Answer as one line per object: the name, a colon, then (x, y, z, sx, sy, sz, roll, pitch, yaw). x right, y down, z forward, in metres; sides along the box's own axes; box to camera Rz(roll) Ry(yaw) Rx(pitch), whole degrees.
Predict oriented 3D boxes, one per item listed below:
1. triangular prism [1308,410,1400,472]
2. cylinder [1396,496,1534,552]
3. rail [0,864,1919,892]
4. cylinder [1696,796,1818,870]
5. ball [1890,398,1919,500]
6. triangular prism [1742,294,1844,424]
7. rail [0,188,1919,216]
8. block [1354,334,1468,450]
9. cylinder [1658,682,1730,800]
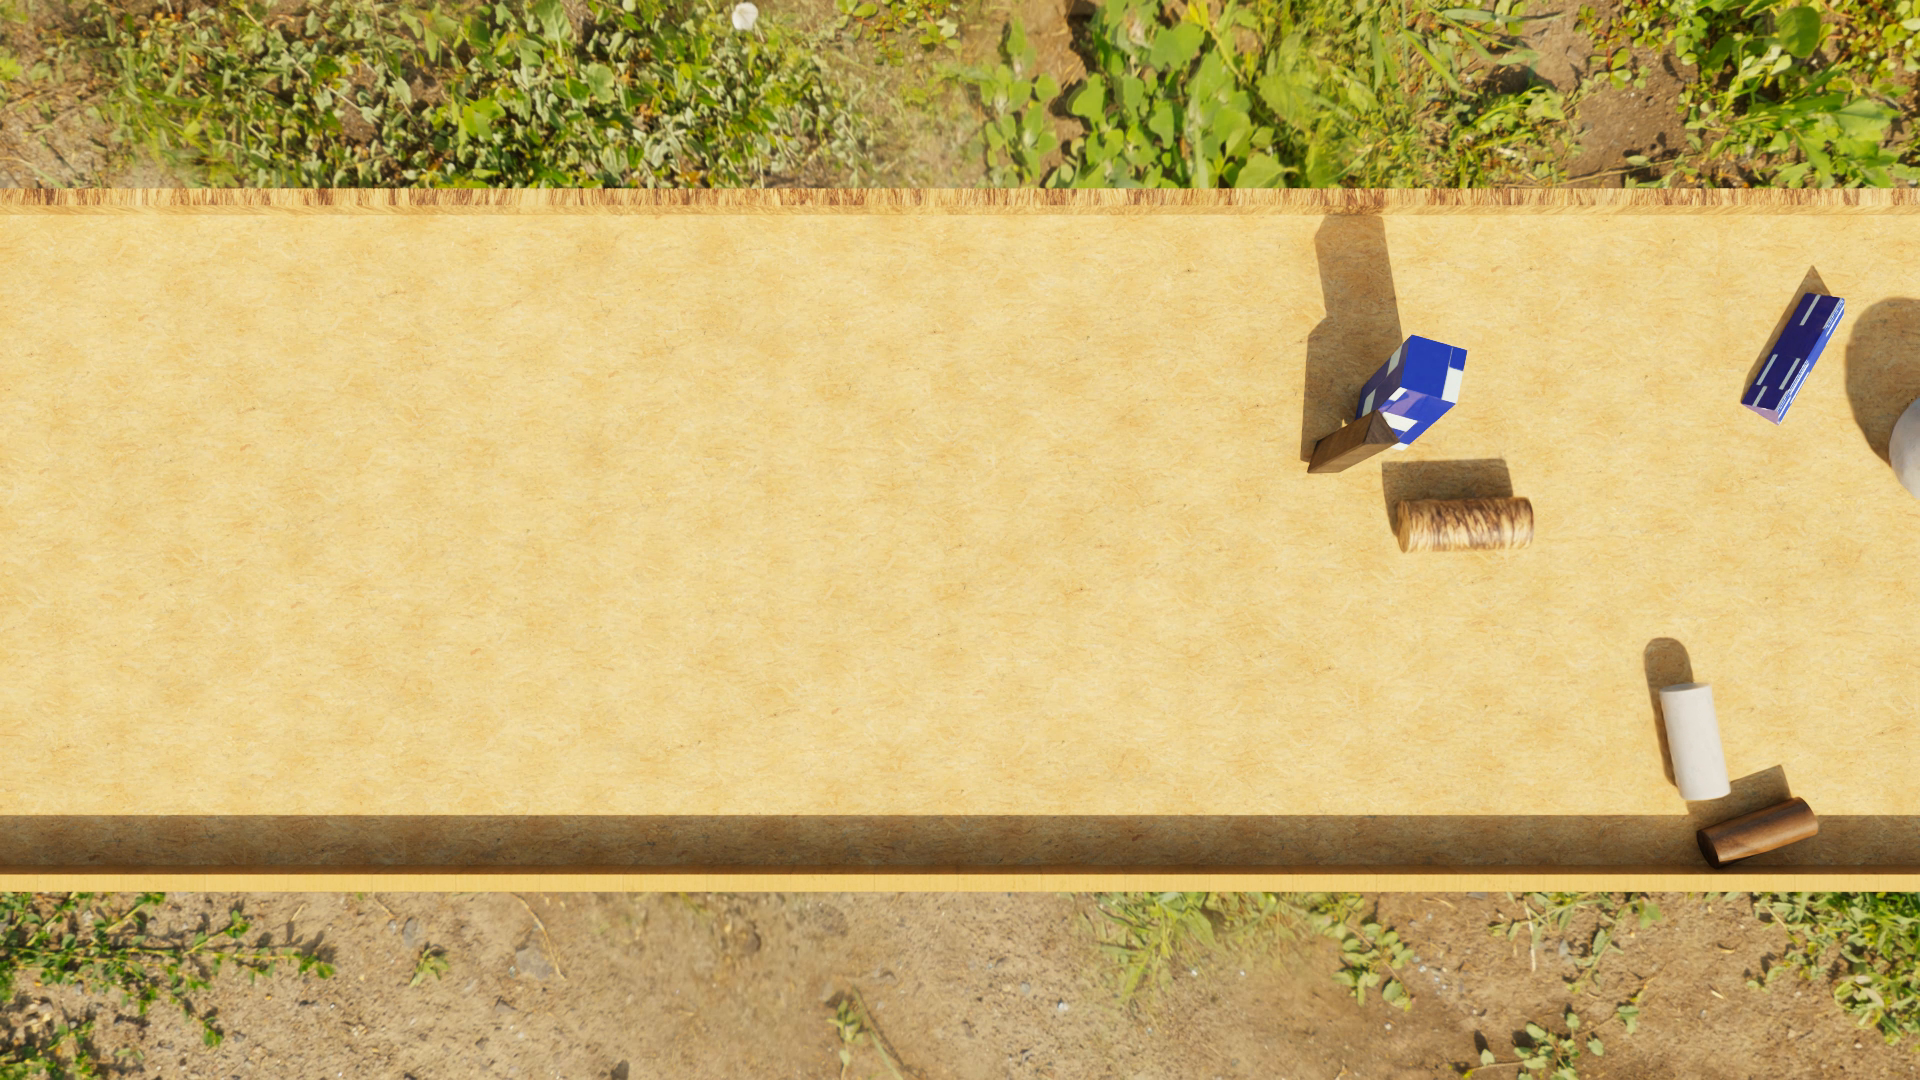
triangular prism: (1.161, -0.293, 4.917, 0.116, 0.323, 0.100, -3, 77, -20)
cylinder: (1.527, -0.048, 4.996, 0.371, 0.160, 0.160, -2, 90, 0)
rail: (-2.247, 1.025, 5.001, 12.000, 0.150, 0.050, 0, 90, 0)
cylinder: (2.422, 0.890, 5.014, 0.314, 0.124, 0.124, -19, 90, 0)
ball: (2.975, -0.273, 4.882, 0.390, 0.390, 0.390, 0, 90, 0)
triangular prism: (2.559, -0.556, 5.016, 0.132, 0.114, 0.395, 30, 90, 0)
rail: (-2.247, -1.025, 5.002, 12.000, 0.150, 0.050, 0, 90, 0)
block: (1.310, -0.425, 4.834, 0.164, 0.460, 0.164, 16, 76, 0)
cylinder: (2.227, 0.609, 5.003, 0.145, 0.145, 0.332, -11, 90, 0)
